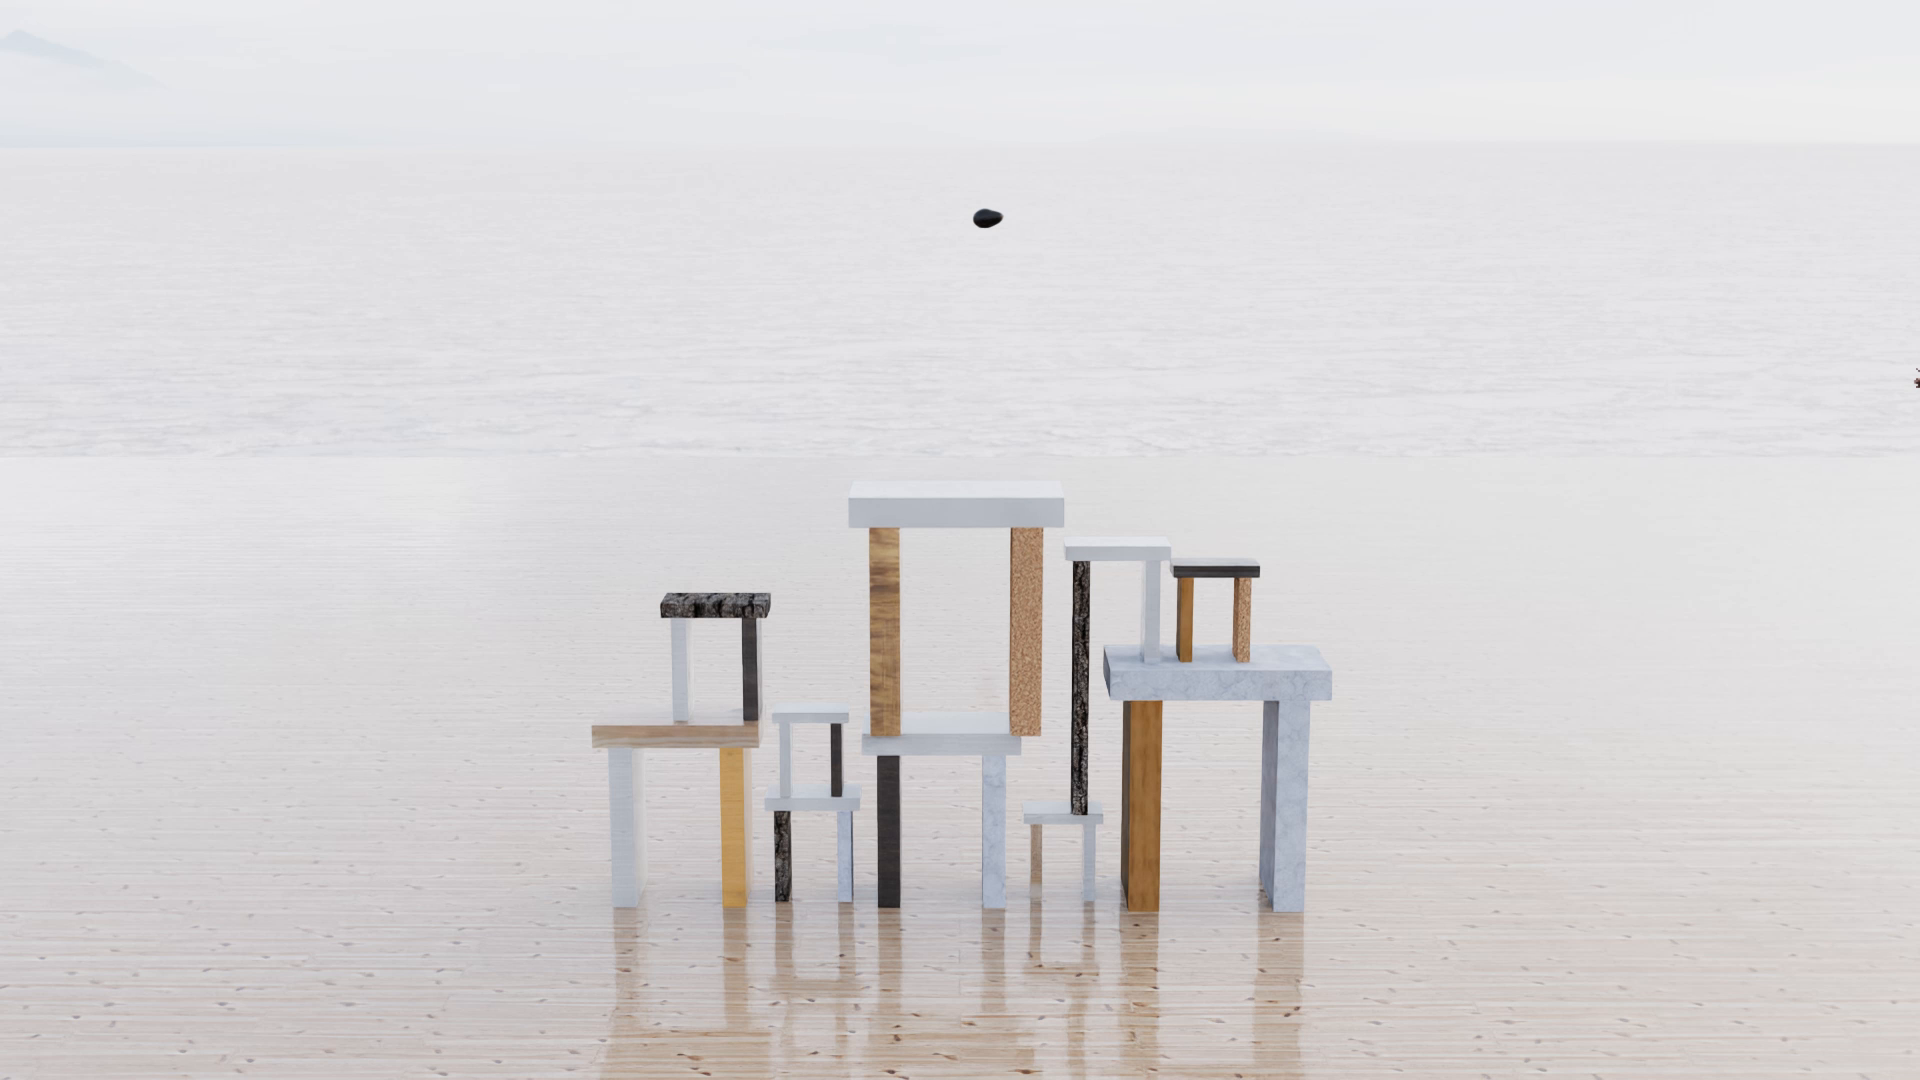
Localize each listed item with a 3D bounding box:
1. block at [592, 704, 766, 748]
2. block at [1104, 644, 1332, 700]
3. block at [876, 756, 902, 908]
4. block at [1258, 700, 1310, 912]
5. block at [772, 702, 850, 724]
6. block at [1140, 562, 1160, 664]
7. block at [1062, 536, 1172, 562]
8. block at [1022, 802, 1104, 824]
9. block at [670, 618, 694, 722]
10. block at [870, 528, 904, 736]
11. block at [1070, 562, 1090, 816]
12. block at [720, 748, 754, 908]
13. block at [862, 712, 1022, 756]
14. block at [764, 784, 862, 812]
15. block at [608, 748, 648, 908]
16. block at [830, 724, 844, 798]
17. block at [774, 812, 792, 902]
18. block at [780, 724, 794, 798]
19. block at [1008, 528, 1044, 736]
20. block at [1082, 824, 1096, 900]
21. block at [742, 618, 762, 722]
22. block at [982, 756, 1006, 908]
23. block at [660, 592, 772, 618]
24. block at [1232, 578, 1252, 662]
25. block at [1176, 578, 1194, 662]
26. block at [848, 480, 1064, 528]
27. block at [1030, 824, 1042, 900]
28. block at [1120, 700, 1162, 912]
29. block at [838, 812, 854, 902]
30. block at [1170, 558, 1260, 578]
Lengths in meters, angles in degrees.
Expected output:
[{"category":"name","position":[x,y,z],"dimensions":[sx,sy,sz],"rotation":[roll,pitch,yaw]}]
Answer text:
[{"category":"block","position":[-0.460,0.305,3.618],"dimensions":[0.270,0.038,0.135],"rotation":[0,11,0]},{"category":"block","position":[0.418,0.216,3.602],"dimensions":[0.355,0.050,0.177],"rotation":[0,11,0]},{"category":"block","position":[-0.116,0.463,3.643],"dimensions":[0.037,0.258,0.129],"rotation":[0,10,0]},{"category":"block","position":[0.536,0.415,3.639],"dimensions":[0.050,0.355,0.177],"rotation":[0,11,0]},{"category":"block","position":[-0.244,0.284,3.610],"dimensions":[0.125,0.018,0.063],"rotation":[0,11,0]},{"category":"block","position":[0.310,0.109,3.578],"dimensions":[0.024,0.169,0.085],"rotation":[0,11,0]},{"category":"block","position":[0.253,0.014,3.560],"dimensions":[0.169,0.024,0.085],"rotation":[0,11,0]},{"category":"block","position":[0.170,0.452,3.642],"dimensions":[0.131,0.019,0.066],"rotation":[0,11,0]},{"category":"block","position":[-0.454,0.202,3.600],"dimensions":[0.024,0.171,0.086],"rotation":[0,11,0]},{"category":"block","position":[-0.120,0.133,3.584],"dimensions":[0.048,0.340,0.170],"rotation":[0,10,0]},{"category":"block","position":[0.197,0.234,3.601],"dimensions":[0.024,0.424,0.085],"rotation":[0,11,0]},{"category":"block","position":[-0.370,0.457,3.646],"dimensions":[0.038,0.270,0.135],"rotation":[0,11,0]},{"category":"block","position":[-0.030,0.318,3.616],"dimensions":[0.258,0.037,0.129],"rotation":[0,10,0]},{"category":"block","position":[-0.242,0.426,3.639],"dimensions":[0.156,0.022,0.078],"rotation":[0,11,0]},{"category":"block","position":[-0.550,0.457,3.646],"dimensions":[0.038,0.270,0.135],"rotation":[0,11,0]},{"category":"block","position":[-0.202,0.354,3.623],"dimensions":[0.018,0.125,0.063],"rotation":[0,11,0]},{"category":"block","position":[-0.294,0.513,3.655],"dimensions":[0.022,0.156,0.078],"rotation":[0,11,0]},{"category":"block","position":[-0.286,0.354,3.623],"dimensions":[0.018,0.125,0.063],"rotation":[0,11,0]},{"category":"block","position":[0.107,0.132,3.585],"dimensions":[0.048,0.340,0.170],"rotation":[0,10,0]},{"category":"block","position":[0.213,0.526,3.656],"dimensions":[0.019,0.131,0.066],"rotation":[0,11,0]},{"category":"block","position":[-0.340,0.202,3.600],"dimensions":[0.024,0.171,0.086],"rotation":[0,11,0]},{"category":"block","position":[0.056,0.463,3.643],"dimensions":[0.037,0.258,0.129],"rotation":[0,10,0]},{"category":"block","position":[-0.397,0.106,3.582],"dimensions":[0.171,0.024,0.085],"rotation":[0,11,0]},{"category":"block","position":[0.459,0.123,3.583],"dimensions":[0.020,0.140,0.070],"rotation":[0,11,0]},{"category":"block","position":[0.366,0.123,3.583],"dimensions":[0.020,0.140,0.070],"rotation":[0,11,0]},{"category":"block","position":[-0.006,-0.058,3.549],"dimensions":[0.340,0.048,0.170],"rotation":[0,10,0]},{"category":"block","position":[0.126,0.526,3.656],"dimensions":[0.019,0.131,0.066],"rotation":[0,11,0]},{"category":"block","position":[0.299,0.415,3.639],"dimensions":[0.050,0.355,0.177],"rotation":[0,11,0]},{"category":"block","position":[-0.190,0.513,3.655],"dimensions":[0.022,0.156,0.078],"rotation":[0,11,0]},{"category":"block","position":[0.413,0.045,3.568],"dimensions":[0.140,0.020,0.070],"rotation":[0,11,0]}]
